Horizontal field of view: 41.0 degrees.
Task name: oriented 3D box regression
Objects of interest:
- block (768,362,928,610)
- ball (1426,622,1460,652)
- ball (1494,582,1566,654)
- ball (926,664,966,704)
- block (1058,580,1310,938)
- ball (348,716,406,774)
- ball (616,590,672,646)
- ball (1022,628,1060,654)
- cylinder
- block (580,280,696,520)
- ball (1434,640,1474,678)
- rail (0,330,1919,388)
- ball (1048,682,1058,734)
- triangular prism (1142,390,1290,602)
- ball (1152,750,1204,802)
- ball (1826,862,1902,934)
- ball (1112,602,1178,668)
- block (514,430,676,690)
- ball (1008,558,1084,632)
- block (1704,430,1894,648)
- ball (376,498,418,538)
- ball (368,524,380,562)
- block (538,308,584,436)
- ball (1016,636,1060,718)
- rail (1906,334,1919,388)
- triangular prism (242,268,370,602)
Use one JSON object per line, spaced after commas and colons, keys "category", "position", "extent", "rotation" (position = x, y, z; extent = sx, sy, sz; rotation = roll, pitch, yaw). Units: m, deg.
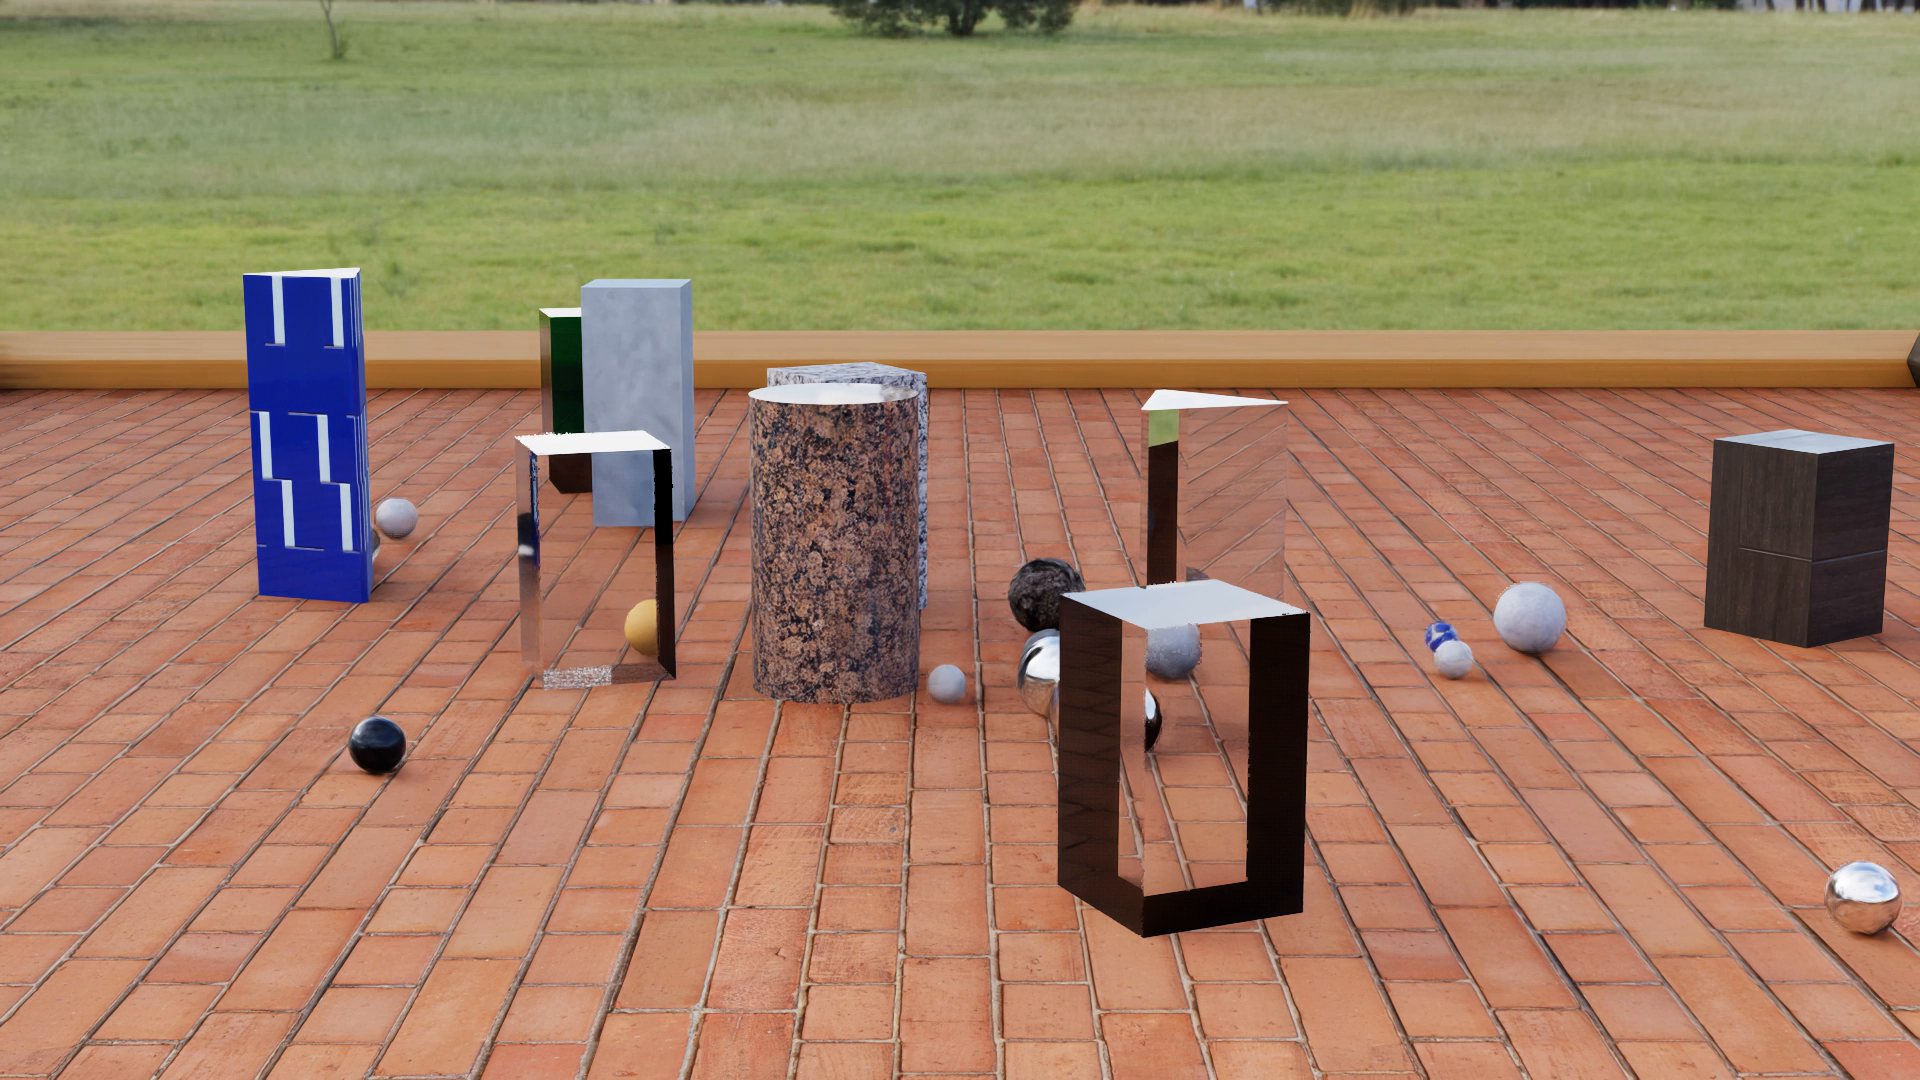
{"category": "block", "position": [-0.153, -0.070, 3.485], "extent": [0.159, 0.321, 0.159], "rotation": [-6, 12, -30]}
{"category": "ball", "position": [0.603, 0.124, 3.206], "extent": [0.041, 0.041, 0.041], "rotation": [0, 10, 0]}
{"category": "ball", "position": [0.715, 0.098, 3.216], "extent": [0.089, 0.089, 0.089], "rotation": [0, 10, 0]}
{"category": "ball", "position": [-0.015, 0.167, 2.961], "extent": [0.046, 0.046, 0.046], "rotation": [0, 10, 0]}
{"category": "block", "position": [0.193, 0.186, 2.248], "extent": [0.159, 0.267, 0.159], "rotation": [-5, 12, -24]}
{"category": "ball", "position": [-0.607, 0.213, 2.673], "extent": [0.059, 0.059, 0.059], "rotation": [0, 10, 0]}
{"category": "ball", "position": [-0.402, 0.100, 3.256], "extent": [0.071, 0.071, 0.071], "rotation": [0, 10, 0]}
{"category": "ball", "position": [0.107, 0.139, 3.058], "extent": [0.066, 0.066, 0.066], "rotation": [0, 10, 0]}
{"category": "cylinder", "position": [-0.147, 0.000, 3.028], "extent": [0.199, 0.349, 0.199], "rotation": [0, 10, 0]}
{"category": "block", "position": [-0.524, -0.231, 4.202], "extent": [0.159, 0.378, 0.159], "rotation": [0, 10, 1]}
{"category": "ball", "position": [0.593, 0.143, 3.087], "extent": [0.047, 0.047, 0.047], "rotation": [0, 10, 0]}
{"category": "rail", "position": [-0.014, -0.409, 5.838], "extent": [4.422, 0.129, 0.045], "rotation": [0, 10, 0]}
{"category": "ball", "position": [0.141, 0.180, 2.762], "extent": [0.092, 0.092, 0.092], "rotation": [0, 10, 0]}
{"category": "triangular prism", "position": [0.252, 0.022, 2.865], "extent": [0.172, 0.365, 0.149], "rotation": [-4, 11, -20]}
{"category": "ball", "position": [0.218, 0.236, 2.570], "extent": [0.051, 0.051, 0.051], "rotation": [0, 10, 0]}
{"category": "ball", "position": [0.768, 0.304, 2.178], "extent": [0.061, 0.061, 0.061], "rotation": [0, 10, 0]}
{"category": "ball", "position": [0.226, 0.117, 3.140], "extent": [0.080, 0.080, 0.080], "rotation": [0, 10, 0]}
{"category": "block", "position": [-0.442, 0.021, 3.104], "extent": [0.159, 0.281, 0.159], "rotation": [-4, 11, -19]}
{"category": "ball", "position": [0.112, 0.072, 3.324], "extent": [0.099, 0.099, 0.099], "rotation": [0, 10, 0]}
{"category": "block", "position": [1.089, -0.005, 3.332], "extent": [0.159, 0.249, 0.159], "rotation": [-7, 13, -35]}
{"category": "ball", "position": [-0.878, -0.034, 3.997], "extent": [0.064, 0.064, 0.064], "rotation": [0, 10, 0]}
{"category": "ball", "position": [-0.887, 0.006, 3.769], "extent": [0.068, 0.068, 0.068], "rotation": [0, 10, 0]}
{"category": "block", "position": [-0.651, -0.254, 4.539], "extent": [0.159, 0.300, 0.159], "rotation": [-3, 11, -16]}
{"category": "ball", "position": [0.111, 0.154, 2.896], "extent": [0.094, 0.094, 0.094], "rotation": [0, 10, 0]}
{"category": "rail", "position": [2.187, 0.031, 3.461], "extent": [0.045, 0.129, 4.906], "rotation": [0, 10, 0]}
{"category": "triangular prism", "position": [-0.872, -0.151, 3.578], "extent": [0.172, 0.446, 0.149], "rotation": [4, 11, 19]}
